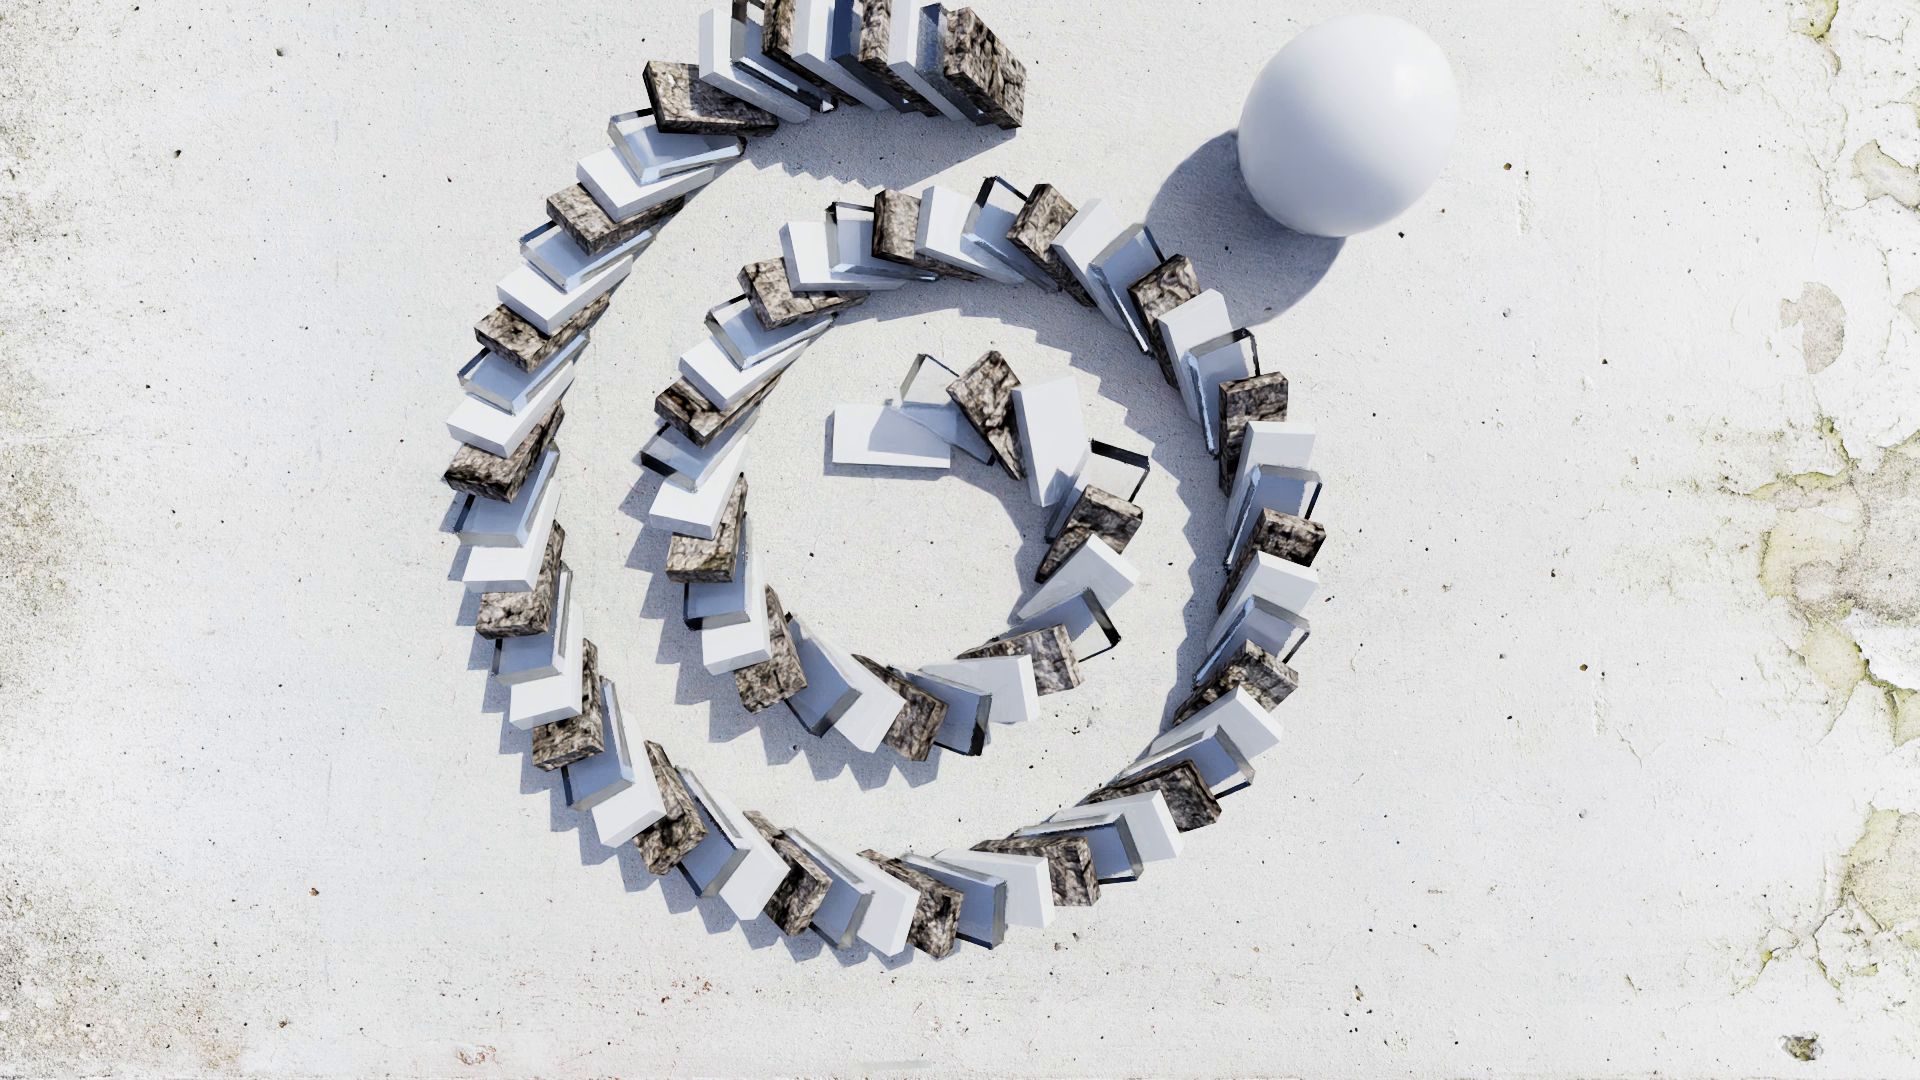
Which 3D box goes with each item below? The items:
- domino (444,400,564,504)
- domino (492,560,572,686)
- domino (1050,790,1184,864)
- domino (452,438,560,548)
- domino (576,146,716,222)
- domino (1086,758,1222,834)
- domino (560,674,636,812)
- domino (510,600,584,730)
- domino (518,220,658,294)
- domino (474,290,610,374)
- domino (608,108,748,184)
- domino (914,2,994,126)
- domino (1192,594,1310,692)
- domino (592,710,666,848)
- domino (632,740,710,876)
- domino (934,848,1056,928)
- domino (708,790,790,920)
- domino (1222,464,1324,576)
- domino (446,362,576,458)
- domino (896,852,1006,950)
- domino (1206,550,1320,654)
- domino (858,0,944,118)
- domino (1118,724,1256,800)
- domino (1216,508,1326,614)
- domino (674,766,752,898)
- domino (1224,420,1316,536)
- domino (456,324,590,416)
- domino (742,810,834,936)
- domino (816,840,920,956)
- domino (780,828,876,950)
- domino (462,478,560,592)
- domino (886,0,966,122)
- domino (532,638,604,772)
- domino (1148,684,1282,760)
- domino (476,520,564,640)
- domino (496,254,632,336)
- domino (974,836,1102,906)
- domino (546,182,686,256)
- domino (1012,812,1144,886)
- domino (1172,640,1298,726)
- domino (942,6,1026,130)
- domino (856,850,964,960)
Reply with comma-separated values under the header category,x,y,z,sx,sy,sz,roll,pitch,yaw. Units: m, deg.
category,x,y,z,sx,sy,sz,roll,pitch,yaw
domino,-0.189,-0.040,0.382,0.025,0.010,0.050,14,56,0
domino,-0.178,0.034,0.382,0.025,0.009,0.050,-11,57,0
domino,0.065,0.122,0.382,0.050,0.010,0.025,-24,90,33
domino,-0.188,-0.021,0.382,0.025,0.009,0.050,4,57,0
domino,-0.130,-0.154,0.383,0.025,0.010,0.050,49,57,0
domino,0.080,0.111,0.382,0.050,0.009,0.025,-31,90,34
domino,-0.154,0.084,0.382,0.025,0.010,0.050,-28,57,0
domino,-0.172,0.051,0.382,0.025,0.009,0.050,-15,57,1
domino,-0.154,-0.126,0.383,0.025,0.010,0.050,41,57,0
domino,-0.173,-0.094,0.382,0.025,0.009,0.050,32,57,0
domino,-0.117,-0.168,0.382,0.050,0.010,0.025,-33,90,-34
domino,0.000,-0.194,0.376,0.010,0.050,0.025,4,90,31
domino,0.121,0.049,0.382,0.025,0.009,0.050,25,123,0
domino,-0.142,0.099,0.382,0.025,0.009,0.050,-34,56,0
domino,-0.127,0.111,0.382,0.025,0.010,0.050,-44,56,0
domino,0.014,0.145,0.382,0.050,0.009,0.025,-8,90,34
domino,-0.095,0.131,0.382,0.050,0.009,0.025,35,90,33
domino,0.130,-0.006,0.382,0.025,0.010,0.050,8,124,-1
domino,-0.186,-0.059,0.382,0.025,0.009,0.050,22,56,0
domino,-0.005,0.150,0.382,0.050,0.009,0.025,3,90,34
domino,0.125,0.030,0.382,0.025,0.010,0.050,19,123,0
domino,-0.022,-0.198,0.376,0.010,0.050,0.025,4,90,31
domino,0.094,0.099,0.382,0.050,0.009,0.025,-37,91,34
domino,0.129,0.013,0.382,0.025,0.009,0.050,15,124,0
domino,-0.111,0.121,0.382,0.050,0.010,0.025,38,90,33
domino,0.129,-0.025,0.382,0.025,0.010,0.050,2,124,0
domino,-0.181,-0.077,0.382,0.025,0.009,0.050,27,57,0
domino,-0.078,0.138,0.382,0.050,0.009,0.025,29,90,33
domino,-0.042,0.148,0.382,0.050,0.009,0.025,17,91,33
domino,-0.061,0.144,0.382,0.050,0.010,0.025,25,90,33
domino,-0.186,-0.002,0.382,0.025,0.010,0.050,-1,57,0
domino,-0.011,-0.196,0.376,0.009,0.050,0.025,4,90,31
domino,-0.164,0.068,0.382,0.025,0.009,0.050,-20,57,0
domino,0.106,0.084,0.382,0.025,0.010,0.050,44,124,0
domino,-0.183,0.016,0.382,0.025,0.009,0.050,-6,57,0
domino,-0.164,-0.110,0.382,0.025,0.009,0.050,35,57,0
domino,0.032,0.138,0.382,0.050,0.009,0.025,-15,90,33
domino,-0.143,-0.141,0.383,0.025,0.010,0.050,45,57,0
domino,0.049,0.131,0.382,0.050,0.009,0.025,-21,90,33
domino,0.114,0.067,0.382,0.025,0.010,0.050,33,124,0
domino,0.011,-0.192,0.376,0.010,0.050,0.025,5,90,31
domino,-0.024,0.151,0.382,0.050,0.009,0.025,12,91,34
